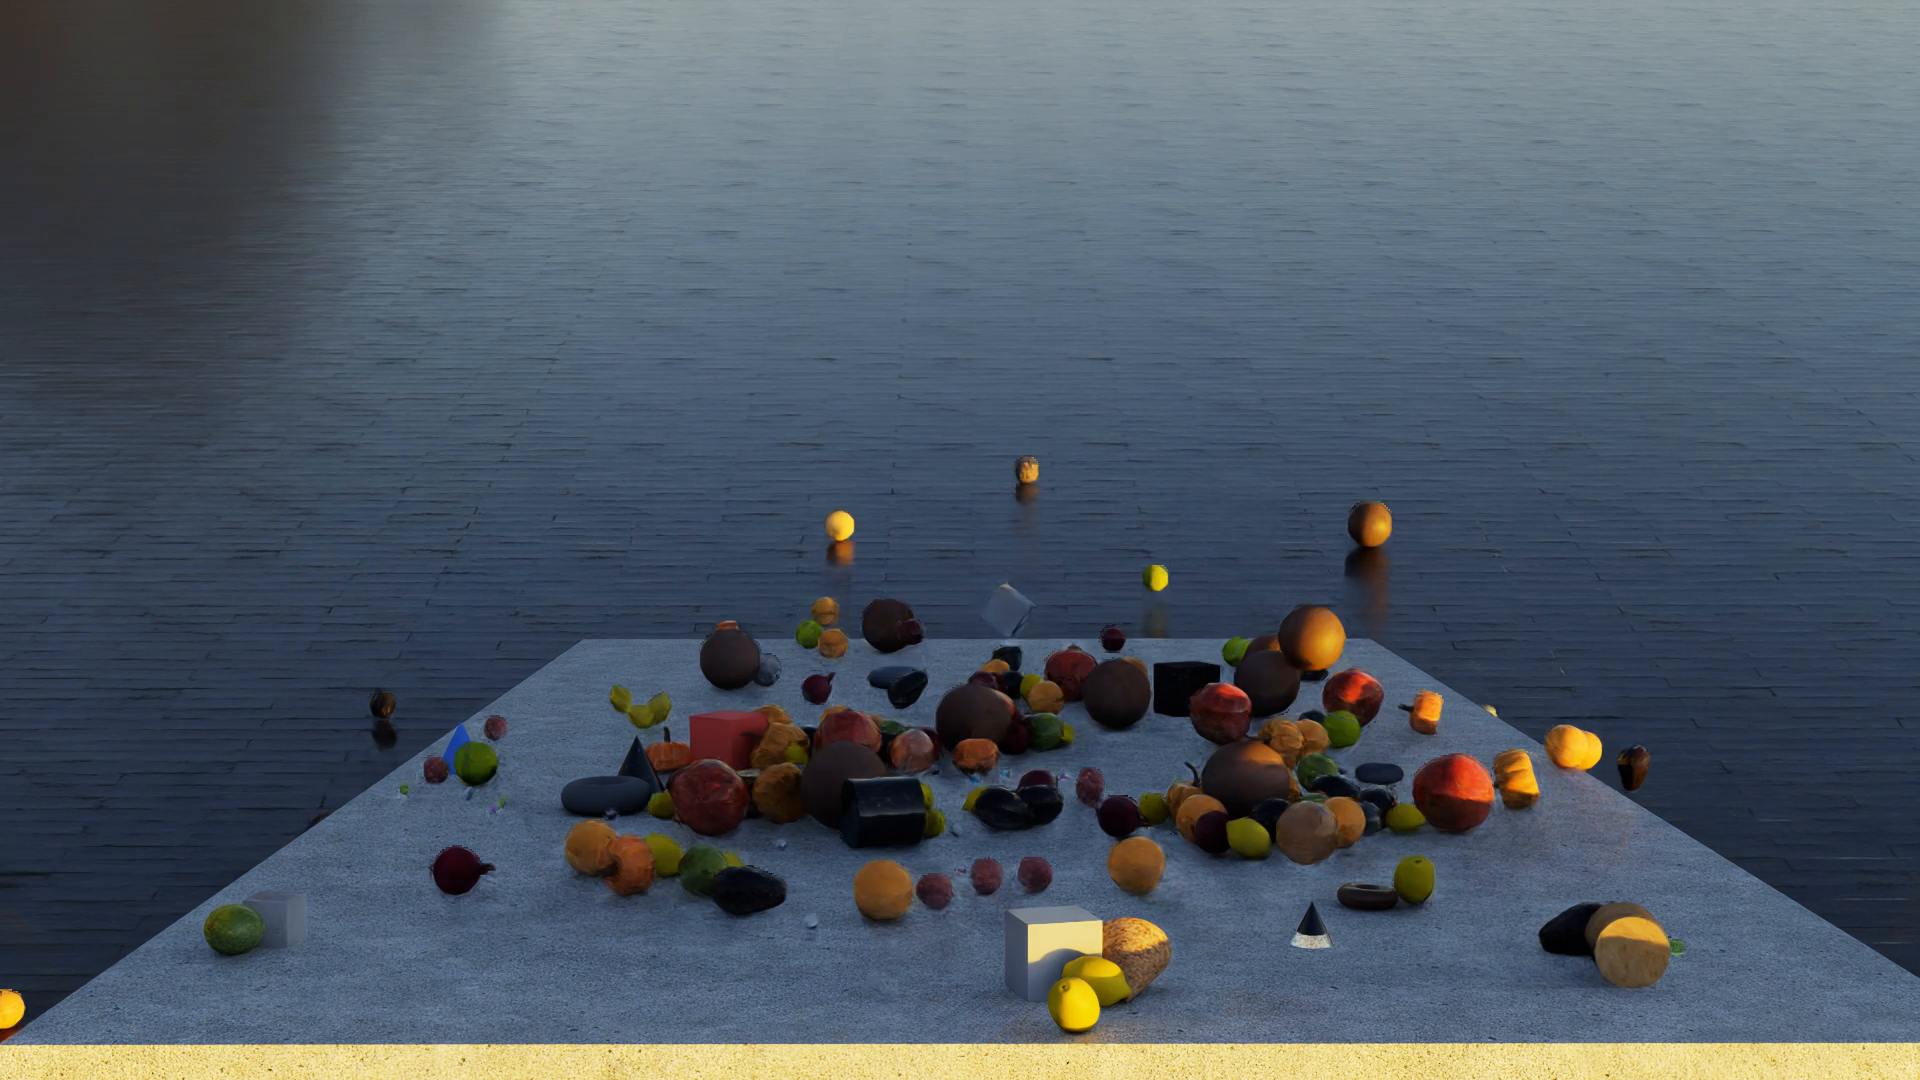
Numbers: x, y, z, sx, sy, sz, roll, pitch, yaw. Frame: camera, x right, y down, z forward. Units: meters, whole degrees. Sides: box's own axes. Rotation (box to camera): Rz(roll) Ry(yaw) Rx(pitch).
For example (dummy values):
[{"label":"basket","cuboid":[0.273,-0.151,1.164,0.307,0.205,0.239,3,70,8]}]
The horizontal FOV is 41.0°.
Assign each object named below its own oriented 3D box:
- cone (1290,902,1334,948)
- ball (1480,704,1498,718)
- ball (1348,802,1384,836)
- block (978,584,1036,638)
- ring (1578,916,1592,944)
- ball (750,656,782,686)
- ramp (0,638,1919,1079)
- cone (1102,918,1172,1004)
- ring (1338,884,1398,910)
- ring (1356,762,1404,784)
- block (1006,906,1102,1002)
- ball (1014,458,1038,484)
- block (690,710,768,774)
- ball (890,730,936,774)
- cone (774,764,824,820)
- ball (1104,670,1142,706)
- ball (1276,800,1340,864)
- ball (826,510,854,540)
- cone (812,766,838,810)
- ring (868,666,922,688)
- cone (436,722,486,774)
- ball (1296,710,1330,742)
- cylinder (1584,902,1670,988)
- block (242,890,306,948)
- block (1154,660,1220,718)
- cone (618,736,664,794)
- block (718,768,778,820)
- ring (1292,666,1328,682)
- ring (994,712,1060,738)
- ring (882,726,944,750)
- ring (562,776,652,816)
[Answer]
[{"label":"cone","cuboid":[0.409,0.444,2.984,0.050,0.050,0.050,0,4,0]},{"label":"ball","cuboid":[1.272,0.429,6.230,0.062,0.062,0.062,0,20,0]},{"label":"ball","cuboid":[0.582,0.401,3.688,0.050,0.050,0.050,0,20,0]},{"label":"block","cuboid":[0.115,0.170,6.205,0.090,0.090,0.090,36,8,8]},{"label":"ring","cuboid":[0.763,0.454,2.981,0.092,0.031,0.092,-4,4,0]},{"label":"ball","cuboid":[-0.418,0.281,5.516,0.067,0.067,0.067,0,20,0]},{"label":"ramp","cuboid":[0.047,0.424,4.534,2.000,0.100,4.000,0,4,0]},{"label":"cone","cuboid":[0.179,0.465,2.732,0.089,0.089,0.089,2,30,6]},{"label":"ring","cuboid":[0.507,0.444,3.197,0.075,0.025,0.075,3,2,0]},{"label":"ring","cuboid":[0.687,0.382,4.201,0.078,0.026,0.078,-1,4,0]},{"label":"block","cuboid":[0.100,0.443,2.752,0.083,0.083,0.083,-1,4,-16]},{"label":"ball","cuboid":[0.206,-0.215,7.969,0.077,0.077,0.077,0,20,0]},{"label":"block","cuboid":[-0.388,0.341,4.319,0.094,0.094,0.094,3,4,37]},{"label":"ball","cuboid":[-0.078,0.352,4.269,0.075,0.075,0.075,0,20,0]},{"label":"cone","cuboid":[-0.242,0.396,3.864,0.087,0.087,0.087,-4,31,-10]},{"label":"ball","cuboid":[0.328,0.298,5.169,0.073,0.073,0.073,0,20,0]},{"label":"ball","cuboid":[0.470,0.396,3.476,0.086,0.086,0.086,0,20,0]},{"label":"ball","cuboid":[-0.350,-0.042,7.484,0.086,0.086,0.086,0,20,0]},{"label":"cone","cuboid":[-0.211,0.378,3.946,0.065,0.065,0.065,0,4,0]},{"label":"ring","cuboid":[-0.138,0.295,5.508,0.118,0.039,0.118,1,4,0]},{"label":"cone","cuboid":[-0.840,0.346,4.320,0.083,0.083,0.083,0,4,0]},{"label":"ball","cuboid":[0.640,0.337,4.648,0.060,0.060,0.060,0,20,0]},{"label":"cylinder","cuboid":[0.726,0.441,2.799,0.079,0.079,0.079,2,4,6]},{"label":"block","cuboid":[-0.799,0.442,2.995,0.055,0.055,0.055,1,4,9]},{"label":"block","cuboid":[0.447,0.293,5.061,0.097,0.097,0.097,-2,4,-25]},{"label":"cone","cuboid":[-0.516,0.356,4.105,0.089,0.089,0.089,0,4,0]},{"label":"block","cuboid":[-0.321,0.383,3.876,0.063,0.063,0.063,-3,5,-40]},{"label":"ring","cuboid":[0.766,0.294,5.628,0.079,0.026,0.079,0,5,0]},{"label":"ring","cuboid":[0.125,0.342,4.741,0.122,0.041,0.122,-1,2,0]},{"label":"ring","cuboid":[-0.084,0.354,4.561,0.112,0.037,0.112,0,2,0]},{"label":"ring","cuboid":[-0.540,0.390,3.920,0.137,0.046,0.137,-2,3,0]}]
